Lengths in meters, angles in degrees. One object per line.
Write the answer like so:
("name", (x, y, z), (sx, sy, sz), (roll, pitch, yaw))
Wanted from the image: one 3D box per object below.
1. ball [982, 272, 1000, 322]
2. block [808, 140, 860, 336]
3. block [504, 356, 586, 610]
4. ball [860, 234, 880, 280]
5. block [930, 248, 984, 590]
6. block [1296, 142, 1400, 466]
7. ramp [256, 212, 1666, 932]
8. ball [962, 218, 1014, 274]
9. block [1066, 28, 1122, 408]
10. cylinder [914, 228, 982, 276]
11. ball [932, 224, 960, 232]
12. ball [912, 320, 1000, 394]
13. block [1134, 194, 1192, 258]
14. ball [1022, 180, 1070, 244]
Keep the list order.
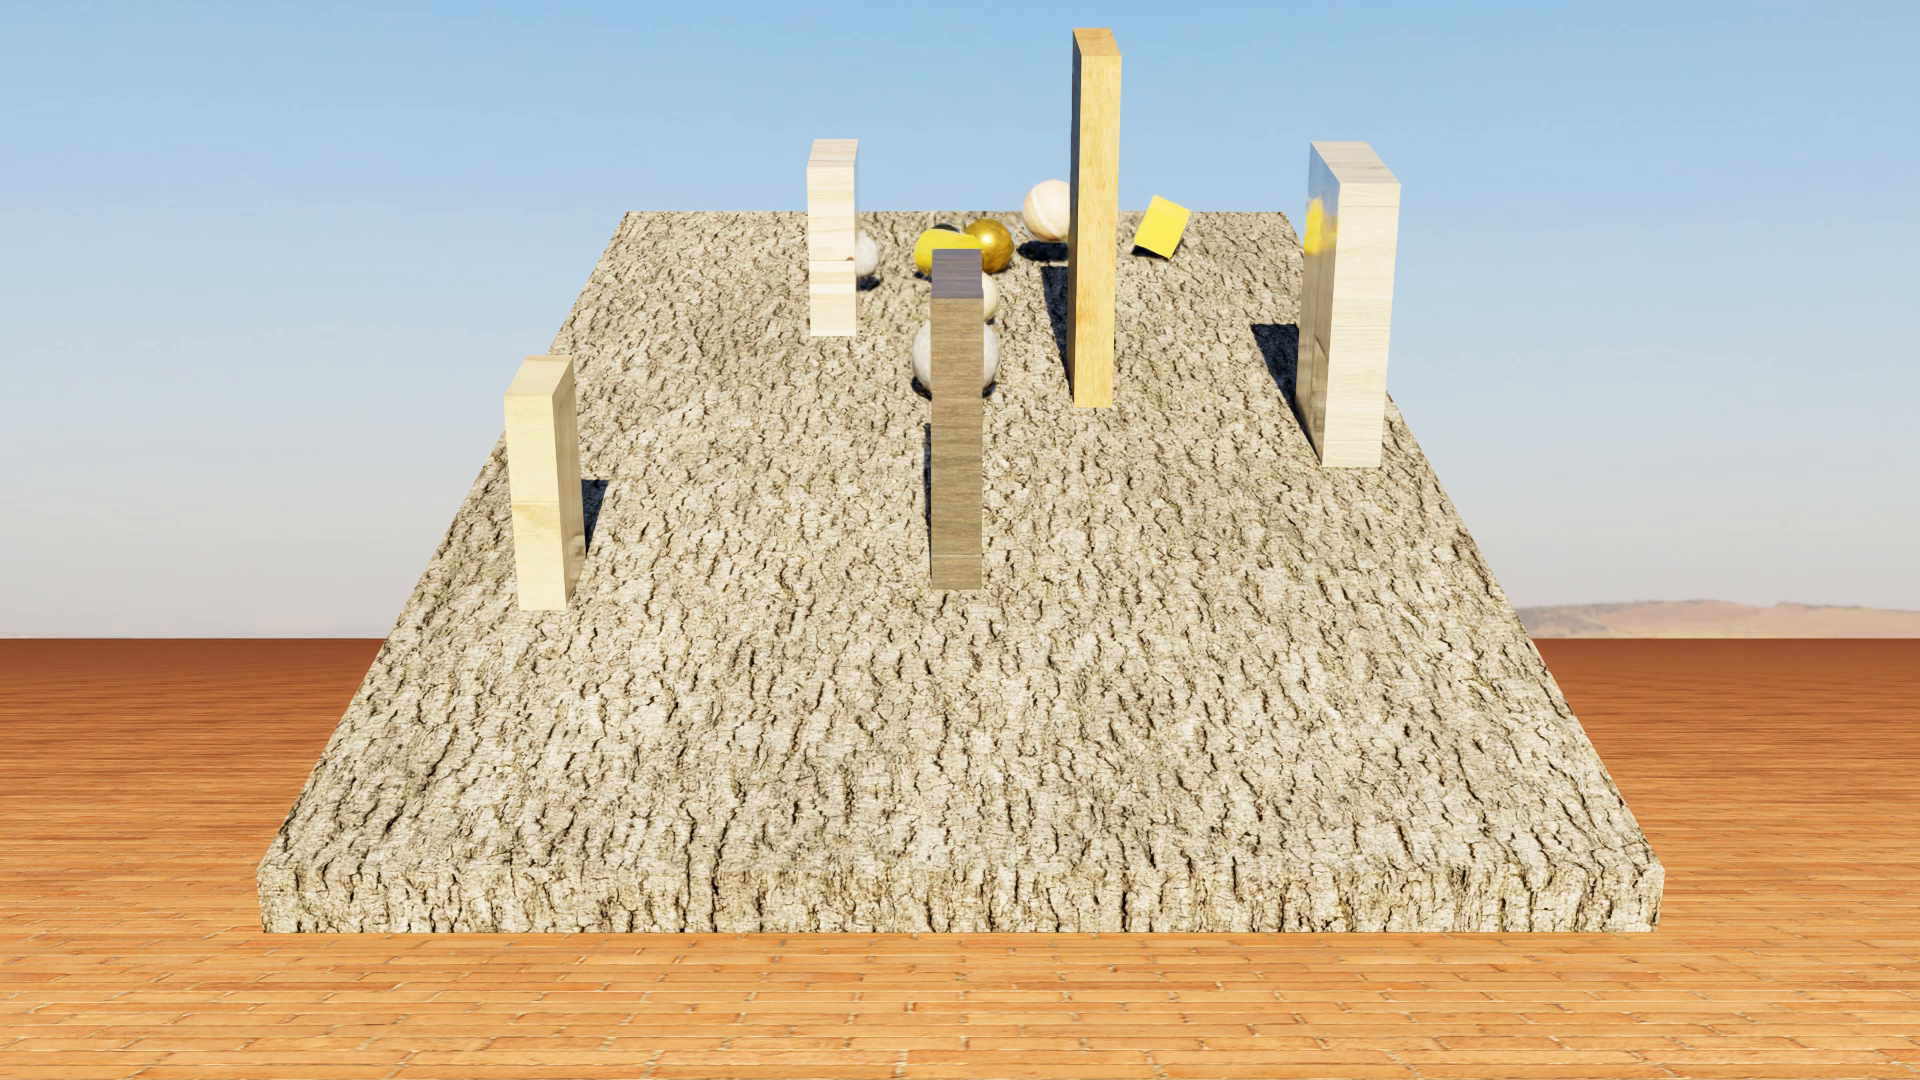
("ball", (0.024, -0.611, 5.780), (0.150, 0.150, 0.150), (0, -2, 0))
("block", (-0.317, -0.771, 5.808), (0.113, 0.426, 0.333), (0, 22, 0))
("block", (-0.750, -0.106, 4.156), (0.084, 0.404, 0.243), (0, 22, 0))
("ball", (-0.272, -0.748, 6.062), (0.122, 0.122, 0.122), (0, -2, 0))
("block", (-0.006, -0.229, 4.268), (0.092, 0.553, 0.349), (0, 22, 0))
("block", (0.825, -0.512, 4.914), (0.122, 0.606, 0.412), (0, 22, 0))
("ramp", (-0.006, -0.218, 5.128), (2.000, 0.100, 4.000), (0, 22, 0))
("ball", (0.072, -0.804, 6.273), (0.152, 0.152, 0.152), (0, -2, 0))
("block", (0.302, -0.740, 5.235), (0.085, 0.792, 0.382), (0, 22, 0))
("cylinder", (-0.030, -0.766, 6.158), (0.130, 0.130, 0.130), (2, 11, -45))
("ball", (-0.046, -0.826, 6.379), (0.111, 0.111, 0.111), (0, -2, 0))
("ball", (-0.010, -0.419, 5.224), (0.203, 0.203, 0.203), (0, -2, 0))
("block", (0.568, -0.881, 6.435), (0.114, 0.114, 0.114), (24, 29, 0))
("ball", (0.258, -0.905, 6.309), (0.175, 0.175, 0.175), (0, -2, 0))
